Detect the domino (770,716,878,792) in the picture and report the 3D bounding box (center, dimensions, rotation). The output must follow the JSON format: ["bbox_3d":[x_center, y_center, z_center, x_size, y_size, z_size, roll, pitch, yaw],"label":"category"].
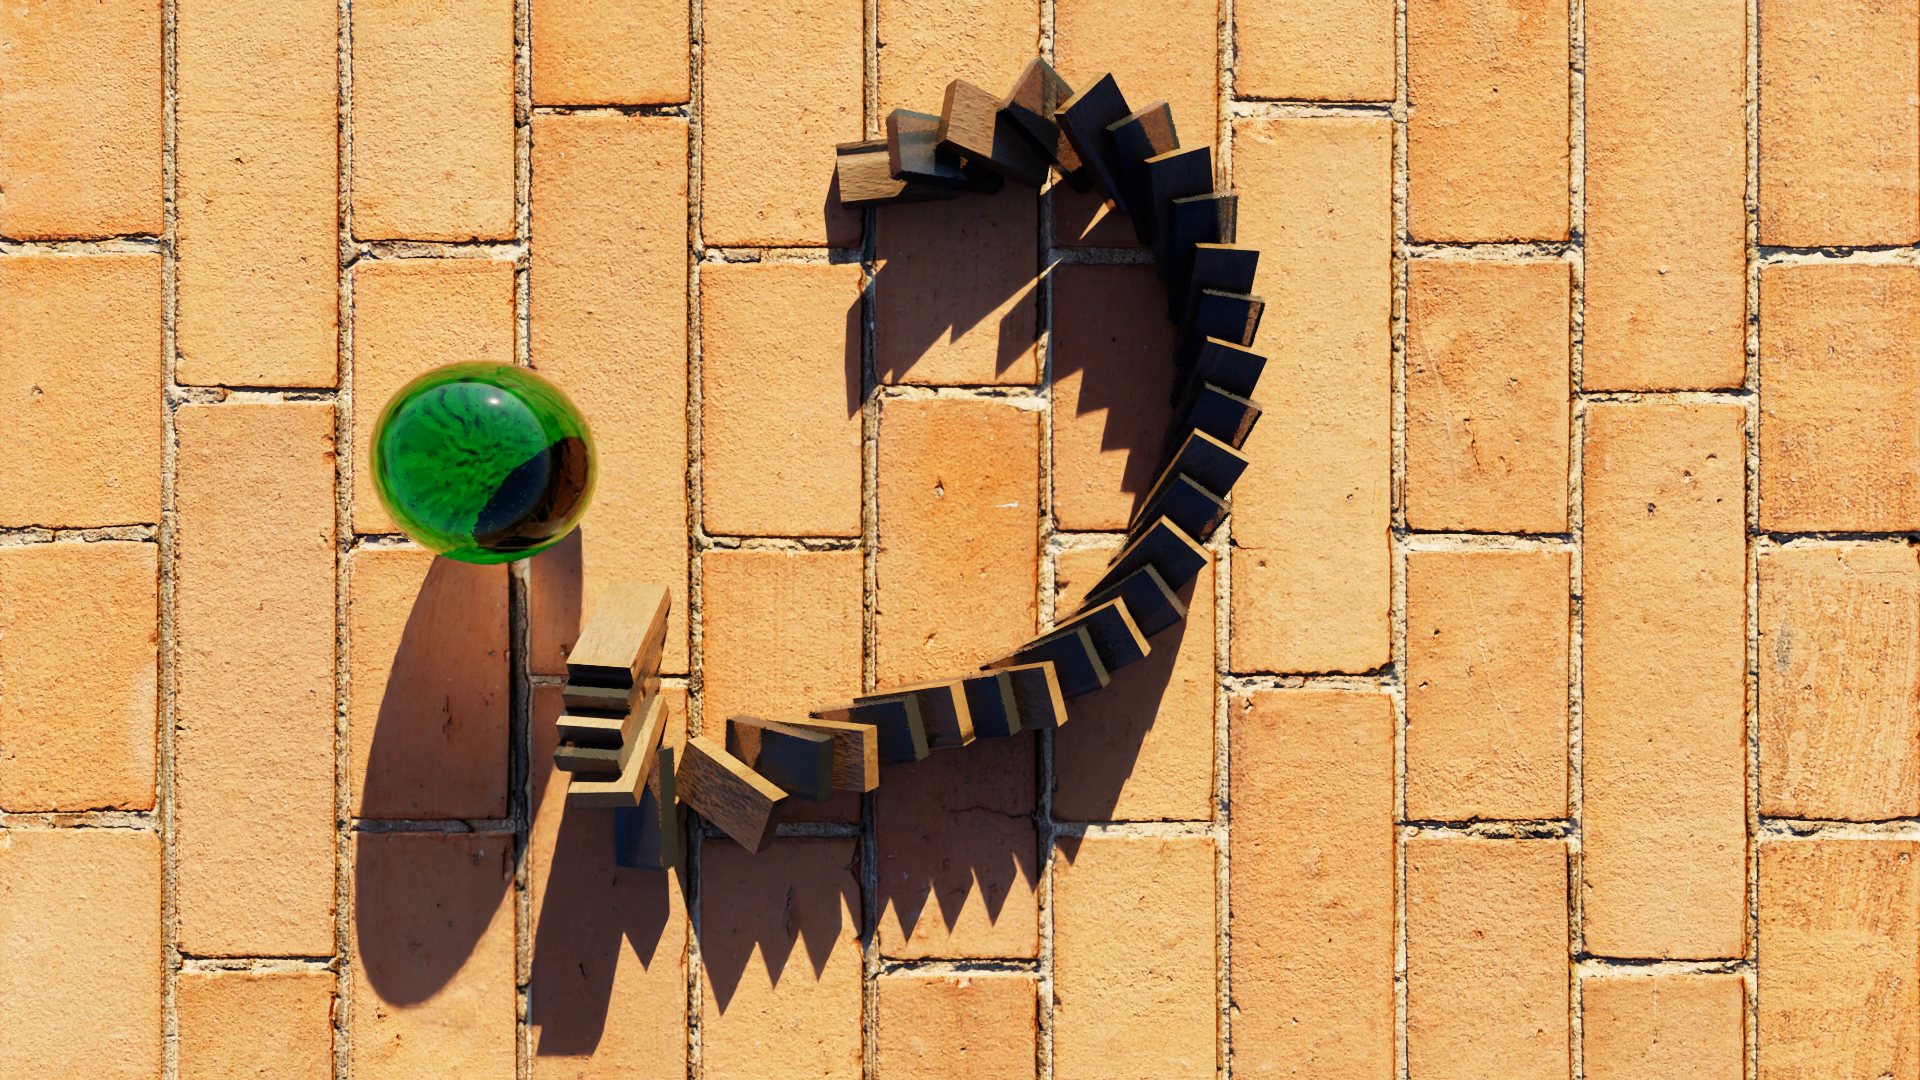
[{"bbox_3d":[-0.058,0.089,0.383,0.050,0.009,0.025,-1,92,29],"label":"domino"}]

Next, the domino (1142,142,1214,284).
[{"bbox_3d":[0.093,-0.136,0.383,0.025,0.009,0.050,-16,122,0],"label":"domino"}]

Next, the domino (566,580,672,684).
[{"bbox_3d":[-0.139,0.037,0.377,0.025,0.050,0.009,4,128,0],"label":"domino"}]

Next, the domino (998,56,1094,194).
[{"bbox_3d":[0.042,-0.173,0.384,0.050,0.009,0.025,34,90,-28],"label":"domino"}]

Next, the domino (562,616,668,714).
[{"bbox_3d":[-0.141,0.049,0.377,0.025,0.050,0.010,4,128,0],"label":"domino"}]

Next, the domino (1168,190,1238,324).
[{"bbox_3d":[0.101,-0.117,0.383,0.025,0.010,0.050,-7,122,0],"label":"domino"}]

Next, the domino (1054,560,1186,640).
[{"bbox_3d":[0.066,0.033,0.383,0.050,0.009,0.025,-37,91,32],"label":"domino"}]

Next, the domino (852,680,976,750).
[{"bbox_3d":[-0.020,0.075,0.383,0.050,0.009,0.025,-13,90,31],"label":"domino"}]

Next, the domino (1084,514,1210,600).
[{"bbox_3d":[0.077,0.015,0.383,0.025,0.010,0.050,41,122,0],"label":"domino"}]

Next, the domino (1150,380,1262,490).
[{"bbox_3d":[0.102,-0.039,0.383,0.025,0.010,0.050,23,121,0],"label":"domino"}]

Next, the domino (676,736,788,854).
[{"bbox_3d":[-0.097,0.106,0.383,0.050,0.010,0.025,26,102,24],"label":"domino"}]

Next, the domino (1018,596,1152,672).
[{"bbox_3d":[0.051,0.045,0.383,0.050,0.009,0.025,-30,91,32],"label":"domino"}]

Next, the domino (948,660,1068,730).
[{"bbox_3d":[0.018,0.067,0.383,0.050,0.009,0.025,-13,91,31],"label":"domino"}]

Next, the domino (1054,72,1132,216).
[{"bbox_3d":[0.063,-0.164,0.382,0.025,0.010,0.050,-42,123,0],"label":"domino"}]

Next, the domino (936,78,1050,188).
[{"bbox_3d":[0.016,-0.169,0.383,0.050,0.010,0.025,11,89,-30],"label":"domino"}]

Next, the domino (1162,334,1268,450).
[{"bbox_3d":[0.106,-0.058,0.383,0.025,0.010,0.050,16,121,0],"label":"domino"}]

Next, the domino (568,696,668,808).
[{"bbox_3d":[-0.140,0.086,0.377,0.025,0.050,0.010,-1,128,0],"label":"domino"}]

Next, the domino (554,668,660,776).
[{"bbox_3d":[-0.144,0.073,0.377,0.025,0.050,0.009,4,128,0],"label":"domino"}]

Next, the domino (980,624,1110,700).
[{"bbox_3d":[0.035,0.056,0.383,0.050,0.009,0.025,-25,90,31],"label":"domino"}]

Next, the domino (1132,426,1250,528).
[{"bbox_3d":[0.096,-0.020,0.383,0.025,0.010,0.050,29,121,0],"label":"domino"}]

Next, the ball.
[{"bbox_3d":[-0.185,-0.030,0.360,0.080,0.080,0.080,0,90,0],"label":"ball"}]

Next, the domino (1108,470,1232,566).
[{"bbox_3d":[0.087,-0.002,0.383,0.025,0.010,0.050,34,121,0],"label":"domino"}]

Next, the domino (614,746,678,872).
[{"bbox_3d":[-0.134,0.114,0.391,0.025,0.009,0.050,-2,90,23],"label":"domino"}]

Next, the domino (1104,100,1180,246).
[{"bbox_3d":[0.080,-0.152,0.383,0.025,0.010,0.050,-28,122,0],"label":"domino"}]

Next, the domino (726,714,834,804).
[{"bbox_3d":[-0.076,0.091,0.383,0.050,0.010,0.025,6,96,29],"label":"domino"}]

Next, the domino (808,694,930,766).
[{"bbox_3d":[-0.039,0.081,0.383,0.050,0.010,0.025,-13,90,30],"label":"domino"}]

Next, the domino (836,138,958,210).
[{"bbox_3d":[-0.027,-0.159,0.395,0.050,0.010,0.025,-6,90,0],"label":"domino"}]

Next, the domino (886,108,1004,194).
[{"bbox_3d":[-0.006,-0.162,0.383,0.050,0.010,0.025,-5,89,-31],"label":"domino"}]

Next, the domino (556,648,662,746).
[{"bbox_3d":[-0.143,0.061,0.377,0.025,0.050,0.009,4,128,0],"label":"domino"}]

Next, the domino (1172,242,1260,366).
[{"bbox_3d":[0.106,-0.097,0.383,0.025,0.009,0.050,3,122,0],"label":"domino"}]

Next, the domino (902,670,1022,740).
[{"bbox_3d":[-0.001,0.070,0.383,0.050,0.010,0.025,-13,91,31],"label":"domino"}]

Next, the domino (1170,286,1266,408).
[{"bbox_3d":[0.107,-0.078,0.383,0.025,0.010,0.050,9,122,0],"label":"domino"}]
